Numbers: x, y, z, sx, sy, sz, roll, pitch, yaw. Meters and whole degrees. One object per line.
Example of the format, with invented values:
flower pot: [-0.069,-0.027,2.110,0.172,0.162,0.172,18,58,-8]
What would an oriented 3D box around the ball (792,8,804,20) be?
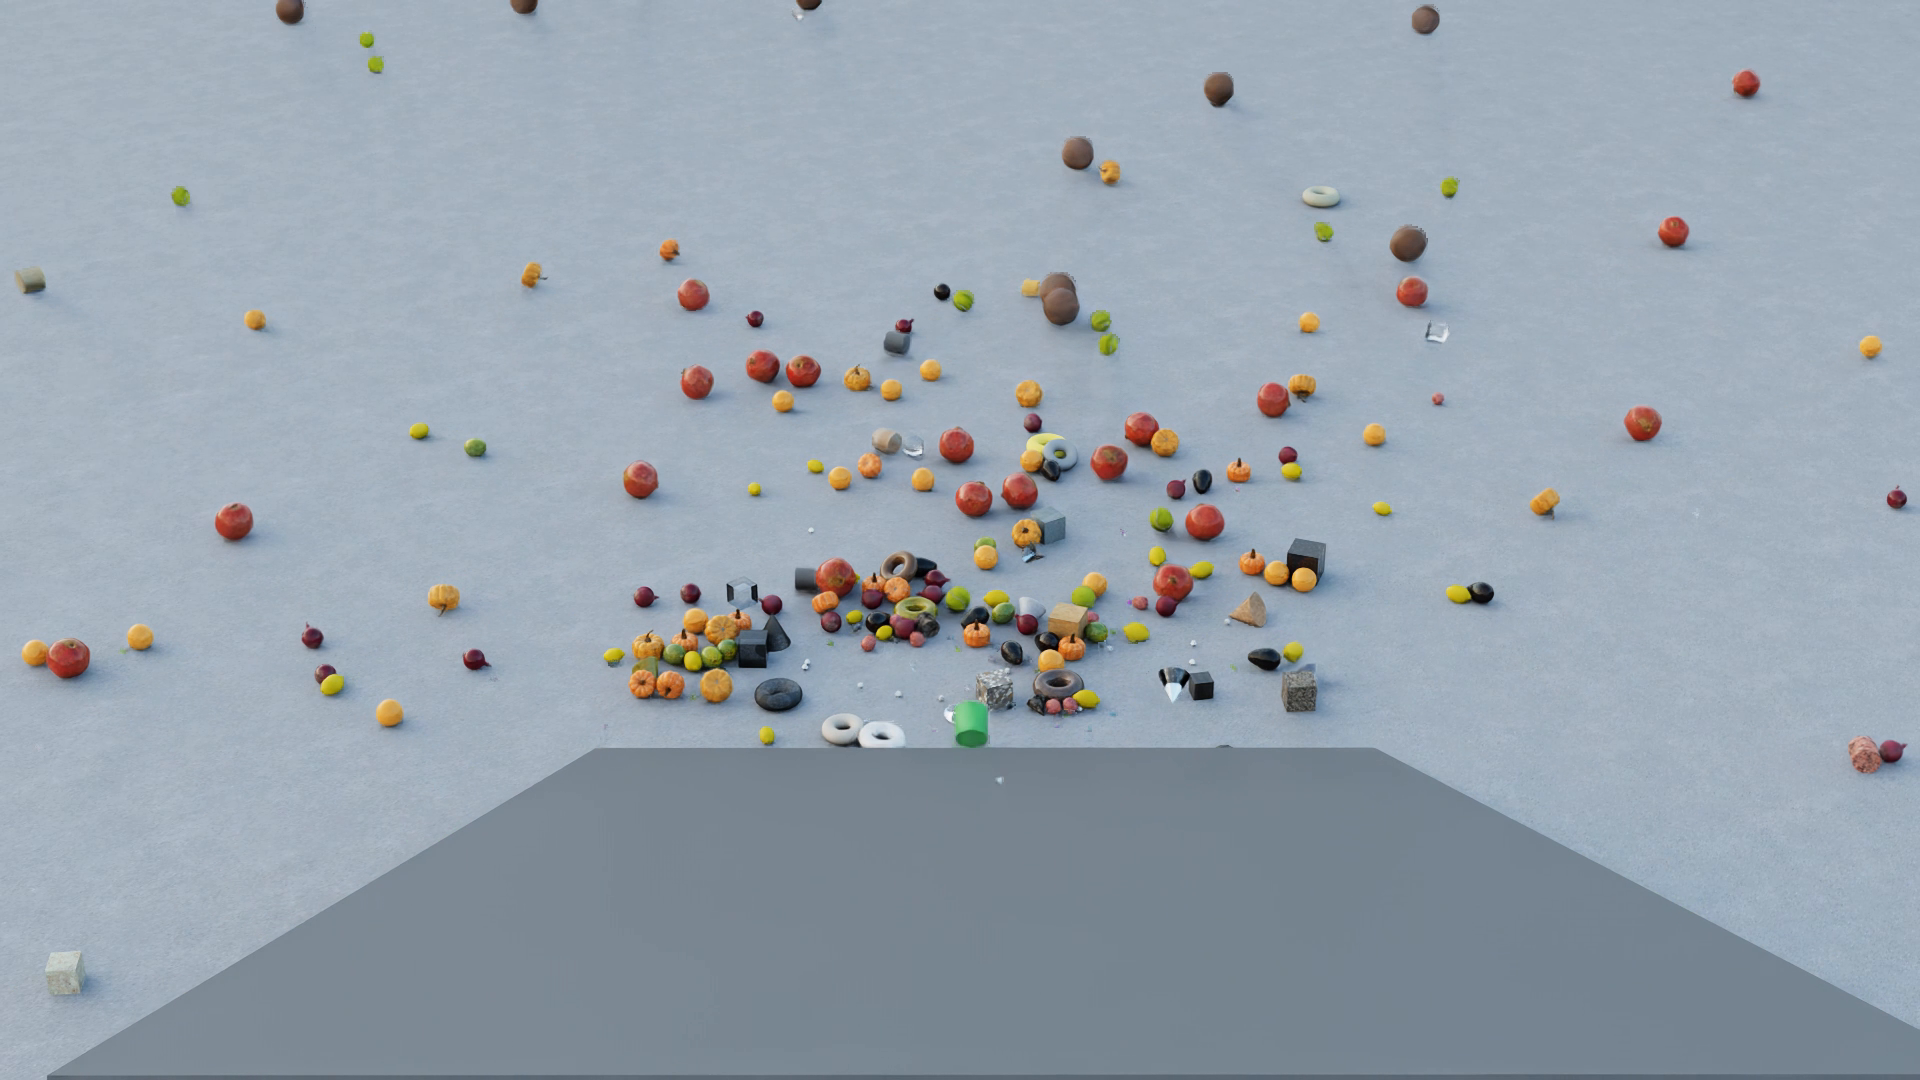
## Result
ball: [-0.756,-2.452,12.055,0.053,0.053,0.053,0,29,0]

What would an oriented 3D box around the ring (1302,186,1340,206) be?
ring: [1.410,-1.340,10.091,0.146,0.049,0.146,0,28,0]

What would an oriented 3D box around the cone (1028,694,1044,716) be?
cone: [0.214,0.452,6.940,0.053,0.053,0.053,-14,59,-23]

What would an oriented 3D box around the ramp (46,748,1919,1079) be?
ramp: [0.066,0.590,4.642,2.000,0.100,4.000,0,0,0]

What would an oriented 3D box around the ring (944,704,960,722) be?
ring: [-0.004,0.464,6.917,0.078,0.026,0.078,1,29,-1]

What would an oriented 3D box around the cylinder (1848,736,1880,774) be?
cylinder: [2.346,0.556,6.709,0.070,0.070,0.070,4,30,7]

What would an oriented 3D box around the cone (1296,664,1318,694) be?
cone: [0.955,0.388,7.042,0.076,0.076,0.076,-16,61,-26]

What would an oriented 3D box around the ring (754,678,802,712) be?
ring: [-0.490,0.417,6.982,0.131,0.044,0.131,-1,30,1]

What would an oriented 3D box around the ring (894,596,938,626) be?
ring: [-0.126,0.204,7.361,0.128,0.043,0.128,-1,29,0]

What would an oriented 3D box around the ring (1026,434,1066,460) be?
ring: [0.280,-0.297,8.245,0.138,0.046,0.138,1,29,-1]

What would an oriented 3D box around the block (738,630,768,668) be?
block: [-0.571,0.301,7.153,0.076,0.076,0.076,1,29,1]

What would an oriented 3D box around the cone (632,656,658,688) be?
cone: [-0.843,0.375,7.064,0.080,0.080,0.080,-17,60,-27]

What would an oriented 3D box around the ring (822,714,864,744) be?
ring: [-0.308,0.500,6.840,0.118,0.039,0.118,-1,30,0]

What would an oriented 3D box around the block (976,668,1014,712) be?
block: [0.093,0.405,6.970,0.076,0.076,0.076,-12,31,-20]

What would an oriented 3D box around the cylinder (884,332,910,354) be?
cylinder: [-0.216,-0.679,8.897,0.069,0.069,0.069,12,31,20]

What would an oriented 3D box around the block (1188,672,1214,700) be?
block: [0.654,0.396,7.009,0.054,0.054,0.054,-6,30,-10]

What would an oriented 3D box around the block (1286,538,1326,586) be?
block: [1.010,0.064,7.556,0.093,0.093,0.093,11,31,18]

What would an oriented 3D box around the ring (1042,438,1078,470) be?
ring: [0.317,-0.269,8.164,0.115,0.038,0.115,4,59,-7]

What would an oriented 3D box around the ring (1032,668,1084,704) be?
ring: [0.267,0.397,7.014,0.141,0.047,0.141,-1,30,1]

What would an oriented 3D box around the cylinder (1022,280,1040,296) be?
cylinder: [0.256,-0.906,9.316,0.052,0.052,0.052,11,31,18]

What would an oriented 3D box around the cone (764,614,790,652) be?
cone: [-0.523,0.245,7.230,0.098,0.098,0.098,0,29,0]

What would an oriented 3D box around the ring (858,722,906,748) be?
ring: [-0.204,0.521,6.791,0.126,0.042,0.126,5,30,-3]

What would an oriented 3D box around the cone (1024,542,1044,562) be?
cone: [0.229,0.043,7.661,0.060,0.060,0.060,15,20,-32]

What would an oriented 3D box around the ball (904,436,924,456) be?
ball: [-0.148,-0.301,8.230,0.066,0.066,0.066,0,29,0]

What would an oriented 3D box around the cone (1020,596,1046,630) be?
cone: [0.189,0.221,7.335,0.085,0.085,0.085,14,59,24]

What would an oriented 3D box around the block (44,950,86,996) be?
block: [-2.053,0.993,5.935,0.068,0.068,0.068,-3,30,-5]

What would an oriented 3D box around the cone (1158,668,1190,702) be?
cone: [0.578,0.405,7.007,0.088,0.088,0.088,3,56,6]

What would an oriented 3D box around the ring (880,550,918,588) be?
ring: [-0.179,0.084,7.532,0.122,0.041,0.122,-17,50,22]

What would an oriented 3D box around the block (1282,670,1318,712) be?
block: [0.912,0.408,6.962,0.079,0.079,0.079,-2,30,-3]

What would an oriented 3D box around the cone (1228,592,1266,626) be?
cone: [0.805,0.206,7.355,0.097,0.097,0.097,-14,19,33]

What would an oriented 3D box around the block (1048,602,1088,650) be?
block: [0.302,0.240,7.250,0.087,0.087,0.087,10,31,17]

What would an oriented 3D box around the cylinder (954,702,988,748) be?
cylinder: [0.030,0.484,6.781,0.086,0.086,0.086,0,55,0]

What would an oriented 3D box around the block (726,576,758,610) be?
block: [-0.625,0.152,7.430,0.063,0.063,0.063,-23,37,-35]

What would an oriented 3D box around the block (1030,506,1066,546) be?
block: [0.264,-0.043,7.763,0.076,0.076,0.076,-18,34,-28]

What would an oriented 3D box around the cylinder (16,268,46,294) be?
cylinder: [-3.357,-0.938,9.345,0.080,0.080,0.080,-21,36,-33]
